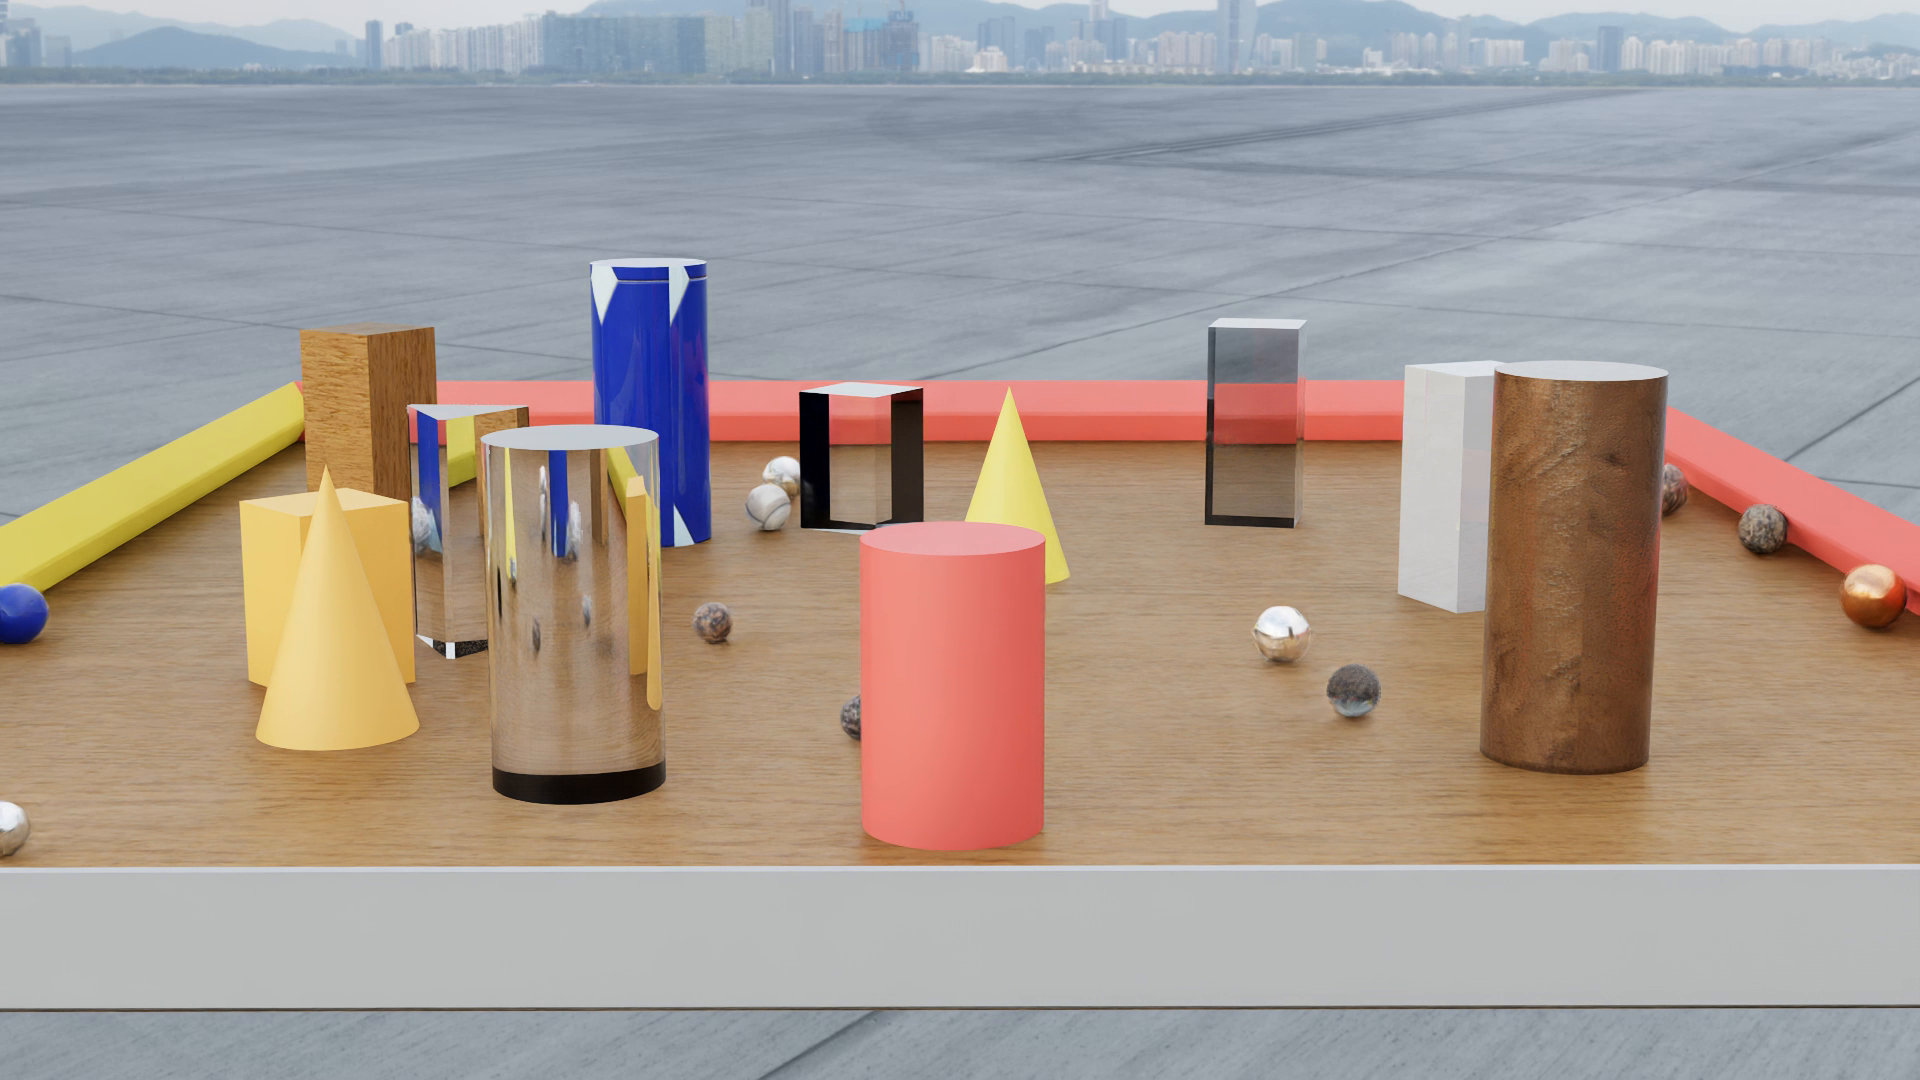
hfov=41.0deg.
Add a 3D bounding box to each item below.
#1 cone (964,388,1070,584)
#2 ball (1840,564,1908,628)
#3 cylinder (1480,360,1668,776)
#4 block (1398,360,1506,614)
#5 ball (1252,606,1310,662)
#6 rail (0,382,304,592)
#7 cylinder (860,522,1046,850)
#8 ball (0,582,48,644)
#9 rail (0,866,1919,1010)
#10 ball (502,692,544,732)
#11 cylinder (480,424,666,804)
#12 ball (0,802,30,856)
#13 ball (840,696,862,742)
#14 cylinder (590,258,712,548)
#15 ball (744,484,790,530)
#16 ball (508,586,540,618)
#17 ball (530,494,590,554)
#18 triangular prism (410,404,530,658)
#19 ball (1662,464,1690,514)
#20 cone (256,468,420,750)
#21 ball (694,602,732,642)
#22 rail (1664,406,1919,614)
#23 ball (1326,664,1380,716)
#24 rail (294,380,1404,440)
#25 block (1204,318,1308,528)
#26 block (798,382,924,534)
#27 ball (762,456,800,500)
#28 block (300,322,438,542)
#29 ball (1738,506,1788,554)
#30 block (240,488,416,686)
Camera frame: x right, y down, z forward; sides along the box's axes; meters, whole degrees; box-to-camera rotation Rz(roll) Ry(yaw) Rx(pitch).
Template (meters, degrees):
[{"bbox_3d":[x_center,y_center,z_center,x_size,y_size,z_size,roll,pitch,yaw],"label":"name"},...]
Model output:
[{"bbox_3d":[0.069,-0.084,3.636,0.175,0.269,0.175,0,11,0],"label":"cone"},{"bbox_3d":[1.179,0.073,3.311,0.082,0.082,0.082,0,11,0],"label":"ball"},{"bbox_3d":[0.640,0.025,2.683,0.175,0.408,0.175,0,11,0],"label":"cylinder"},{"bbox_3d":[0.694,-0.075,3.463,0.140,0.315,0.140,-5,12,-23],"label":"block"},{"bbox_3d":[0.391,0.114,3.123,0.069,0.069,0.069,0,11,0],"label":"ball"},{"bbox_3d":[-1.244,0.031,3.443,0.045,0.114,3.001,0,11,0],"label":"rail"},{"bbox_3d":[-0.007,0.135,2.446,0.175,0.279,0.175,0,11,0],"label":"cylinder"},{"bbox_3d":[-1.186,0.092,3.225,0.076,0.076,0.076,0,11,0],"label":"ball"},{"bbox_3d":[0.009,0.303,1.999,2.536,0.114,0.045,0,11,0],"label":"rail"},{"bbox_3d":[-0.477,0.188,2.801,0.044,0.044,0.044,0,11,0],"label":"ball"},{"bbox_3d":[-0.388,0.071,2.584,0.175,0.354,0.175,0,11,0],"label":"cylinder"},{"bbox_3d":[-0.885,0.266,2.369,0.050,0.050,0.050,0,11,0],"label":"ball"},{"bbox_3d":[-0.104,0.192,2.765,0.050,0.050,0.050,0,11,0],"label":"ball"},{"bbox_3d":[-0.469,-0.211,3.901,0.175,0.421,0.175,0,11,0],"label":"cylinder"},{"bbox_3d":[-0.299,-0.051,3.994,0.072,0.072,0.072,0,11,0],"label":"ball"},{"bbox_3d":[-0.572,0.083,3.366,0.042,0.042,0.042,0,11,0],"label":"ball"},{"bbox_3d":[-0.595,-0.024,3.810,0.088,0.088,0.088,0,11,0],"label":"ball"},{"bbox_3d":[-0.637,-0.018,3.215,0.131,0.296,0.152,7,13,33],"label":"triangular prism"},{"bbox_3d":[1.133,-0.082,4.135,0.081,0.081,0.081,0,11,0],"label":"ball"},{"bbox_3d":[-0.683,0.063,2.789,0.175,0.294,0.175,0,11,0],"label":"cone"},{"bbox_3d":[-0.311,0.103,3.236,0.050,0.050,0.050,0,11,0],"label":"ball"},{"bbox_3d":[1.244,0.028,3.457,0.045,0.114,3.001,0,11,0],"label":"rail"},{"bbox_3d":[0.439,0.168,2.867,0.058,0.058,0.058,0,11,0],"label":"ball"},{"bbox_3d":[-0.009,-0.244,4.902,2.536,0.114,0.045,0,11,0],"label":"rail"},{"bbox_3d":[0.470,-0.187,4.067,0.140,0.313,0.140,2,11,13],"label":"block"},{"bbox_3d":[-0.154,-0.129,4.022,0.140,0.215,0.140,6,12,30],"label":"block"},{"bbox_3d":[-0.291,-0.102,4.260,0.073,0.073,0.073,0,11,0],"label":"ball"},{"bbox_3d":[-0.895,-0.161,3.904,0.140,0.322,0.140,7,13,32],"label":"block"},{"bbox_3d":[1.189,-0.015,3.803,0.072,0.072,0.072,0,11,0],"label":"ball"},{"bbox_3d":[-0.742,0.061,3.013,0.140,0.215,0.140,-10,14,-42],"label":"block"}]
